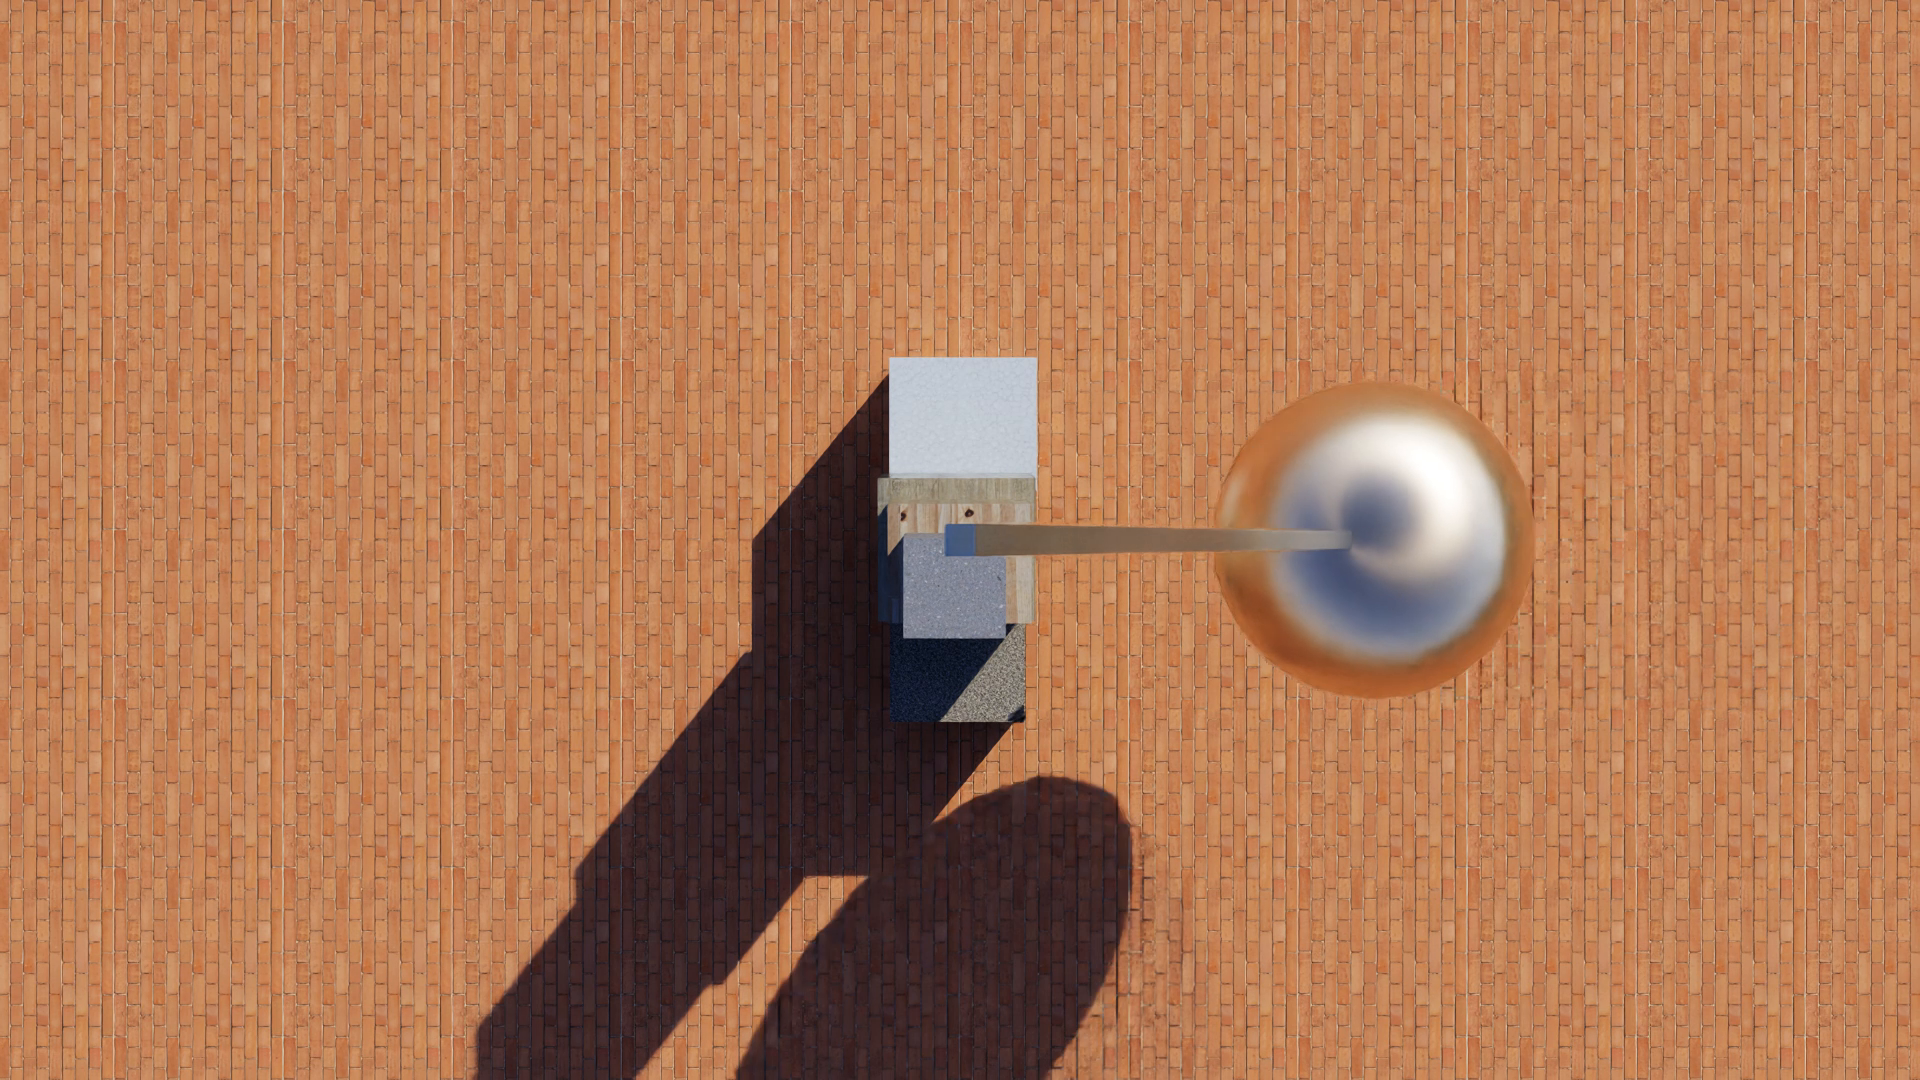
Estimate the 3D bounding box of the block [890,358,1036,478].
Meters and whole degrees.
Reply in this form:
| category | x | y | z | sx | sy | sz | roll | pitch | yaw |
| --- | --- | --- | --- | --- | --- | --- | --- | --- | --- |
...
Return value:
| category | x | y | z | sx | sy | sz | roll | pitch | yaw |
| --- | --- | --- | --- | --- | --- | --- | --- | --- | --- |
| block | 0.017 | -0.648 | 12.647 | 0.825 | 0.706 | 0.746 | 0 | 90 | 0 |

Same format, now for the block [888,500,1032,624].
| category | x | y | z | sx | sy | sz | roll | pitch | yaw |
| --- | --- | --- | --- | --- | --- | --- | --- | --- | --- |
| block | -0.002 | 0.101 | 11.172 | 0.712 | 0.567 | 0.592 | 0 | 93 | 0 |

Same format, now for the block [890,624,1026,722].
| category | x | y | z | sx | sy | sz | roll | pitch | yaw |
| --- | --- | --- | --- | --- | --- | --- | --- | --- | --- |
| block | -0.014 | 0.694 | 12.666 | 0.760 | 0.667 | 0.653 | 0 | 90 | 0 |

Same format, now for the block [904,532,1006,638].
| category | x | y | z | sx | sy | sz | roll | pitch | yaw |
| --- | --- | --- | --- | --- | --- | --- | --- | --- | --- |
| block | -0.025 | 0.216 | 10.664 | 0.487 | 0.461 | 0.475 | 0 | 93 | 0 |

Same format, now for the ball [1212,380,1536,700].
| category | x | y | z | sx | sy | sz | roll | pitch | yaw |
| --- | --- | --- | --- | --- | --- | --- | --- | --- | --- |
| ball | 2.074 | 0.000 | 11.074 | 1.600 | 1.600 | 1.600 | 0 | 90 | 0 |

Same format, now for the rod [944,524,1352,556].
| category | x | y | z | sx | sy | sz | roll | pitch | yaw |
| --- | --- | --- | --- | --- | --- | --- | --- | --- | --- |
| rod | 0.899 | 0.000 | 7.884 | 0.080 | 5.200 | 0.080 | 0 | 90 | 20 |

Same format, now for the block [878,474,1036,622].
| category | x | y | z | sx | sy | sz | roll | pitch | yaw |
| --- | --- | --- | --- | --- | --- | --- | --- | --- | --- |
| block | -0.017 | 0.025 | 11.882 | 0.821 | 0.859 | 0.748 | 0 | 93 | 0 |
